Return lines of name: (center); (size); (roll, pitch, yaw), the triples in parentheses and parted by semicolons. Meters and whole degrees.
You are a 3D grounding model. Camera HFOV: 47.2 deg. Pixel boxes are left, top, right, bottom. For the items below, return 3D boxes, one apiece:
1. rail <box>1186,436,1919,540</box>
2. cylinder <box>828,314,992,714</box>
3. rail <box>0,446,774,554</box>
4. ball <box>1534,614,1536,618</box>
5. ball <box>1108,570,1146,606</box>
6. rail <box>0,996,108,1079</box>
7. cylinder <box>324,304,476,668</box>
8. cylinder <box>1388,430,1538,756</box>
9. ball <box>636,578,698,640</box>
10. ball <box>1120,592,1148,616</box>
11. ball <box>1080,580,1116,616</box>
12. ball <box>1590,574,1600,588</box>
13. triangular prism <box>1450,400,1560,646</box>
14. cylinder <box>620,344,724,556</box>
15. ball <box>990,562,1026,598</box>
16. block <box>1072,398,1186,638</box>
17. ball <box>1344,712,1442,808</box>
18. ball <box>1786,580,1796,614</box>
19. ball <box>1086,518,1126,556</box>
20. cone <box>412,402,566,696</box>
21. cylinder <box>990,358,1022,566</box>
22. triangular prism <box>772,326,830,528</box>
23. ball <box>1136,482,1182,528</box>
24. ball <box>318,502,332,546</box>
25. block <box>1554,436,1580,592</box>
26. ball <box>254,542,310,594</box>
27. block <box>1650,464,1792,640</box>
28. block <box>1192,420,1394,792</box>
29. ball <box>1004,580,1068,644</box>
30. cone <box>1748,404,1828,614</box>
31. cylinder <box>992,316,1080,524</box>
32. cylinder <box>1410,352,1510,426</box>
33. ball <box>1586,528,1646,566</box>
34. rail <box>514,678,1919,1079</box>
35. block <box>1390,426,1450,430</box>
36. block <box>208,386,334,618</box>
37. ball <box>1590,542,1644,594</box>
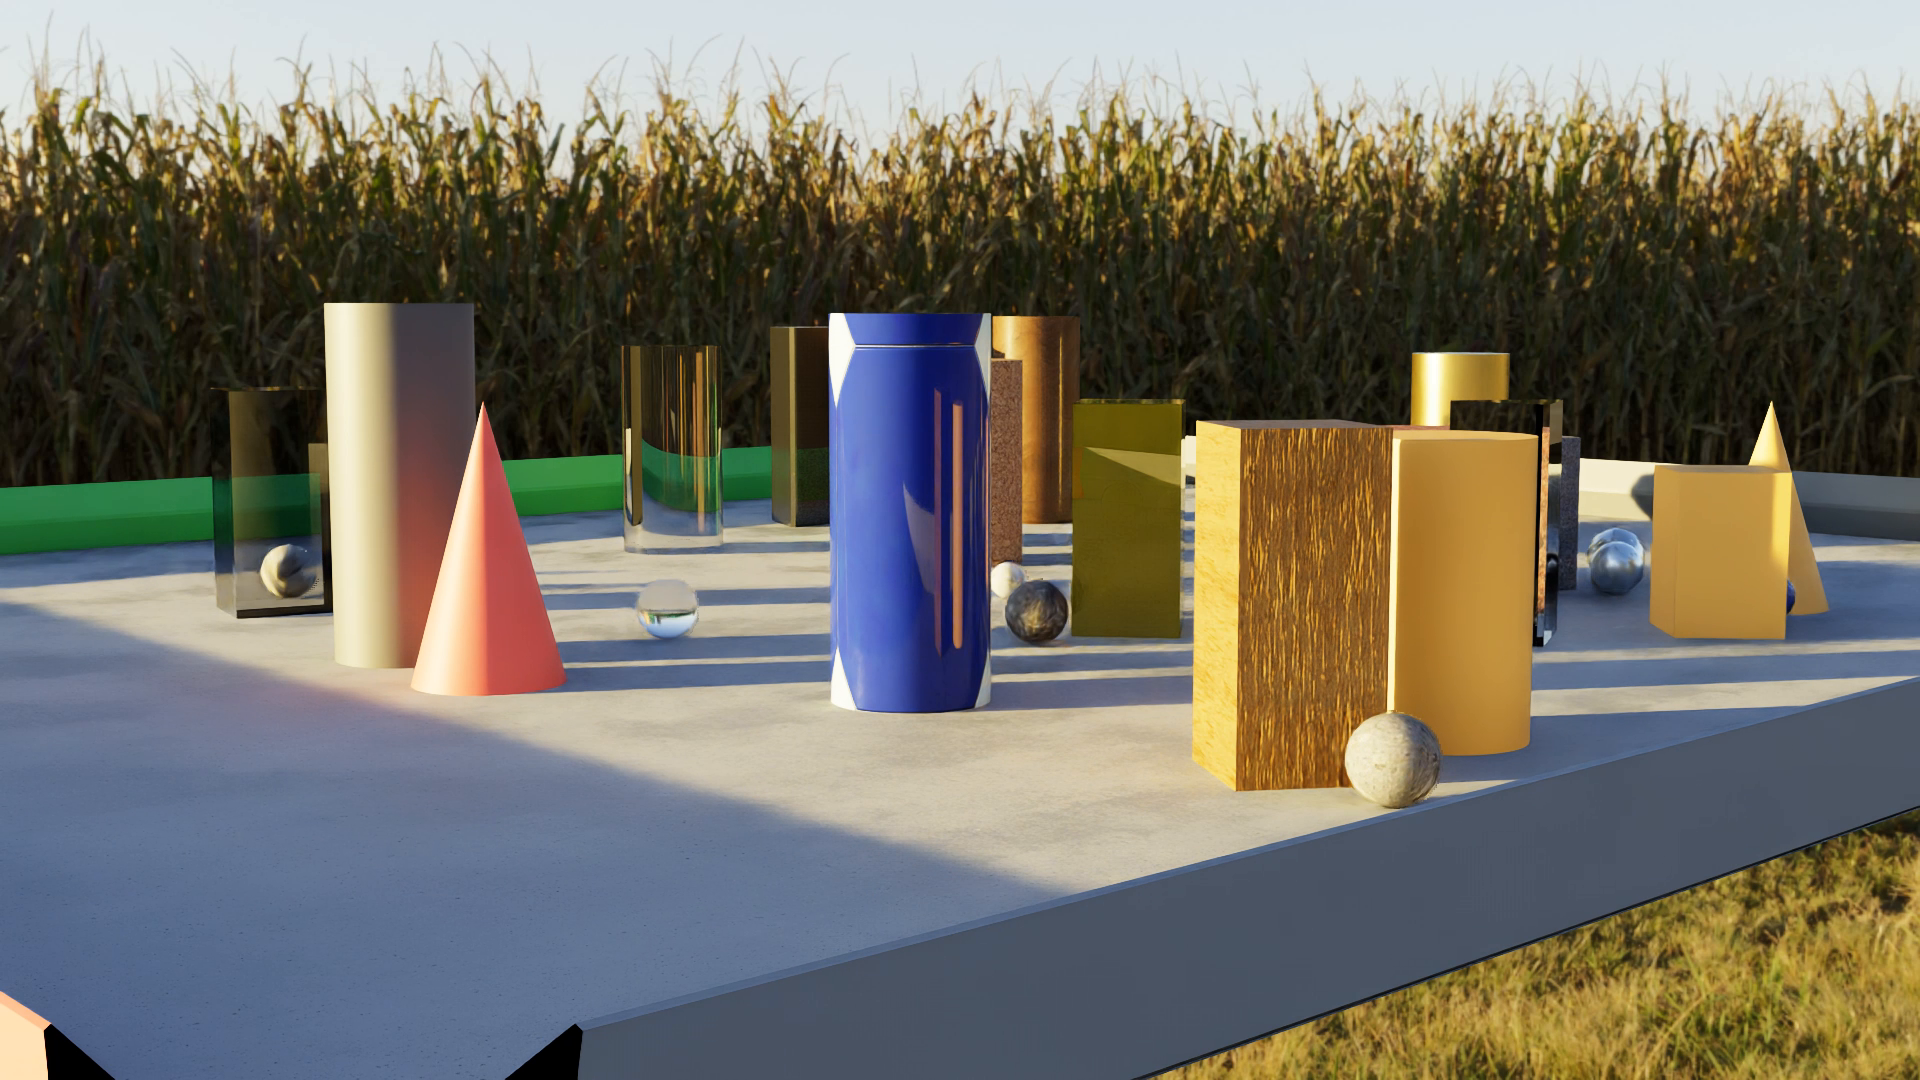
rail: (1.374, -0.104, 4.593); (0.045, 0.118, 3.207); (-6, 8, -42)
cylinder: (-0.056, -0.036, 2.469); (0.181, 0.435, 0.181); (0, 6, 0)
rail: (-1.071, -0.093, 4.487); (3.786, 0.118, 0.045); (-6, 8, -42)
ball: (0.702, 0.098, 2.858); (0.087, 0.087, 0.087); (0, 6, 0)
ball: (0.236, 0.068, 3.121); (0.053, 0.053, 0.053); (0, 6, 0)
rail: (-1.374, 0.165, 2.072); (0.045, 0.118, 3.207); (-6, 8, -42)
cylinder: (-0.700, -0.073, 2.768); (0.181, 0.446, 0.181); (0, 6, 0)
cylinder: (0.495, 0.049, 2.255); (0.181, 0.312, 0.181); (0, 6, 0)
ball: (-0.391, 0.092, 2.938); (0.081, 0.081, 0.081); (0, 6, 0)
ball: (0.249, 0.087, 3.163); (0.043, 0.043, 0.043); (0, 6, 0)
ball: (0.198, 0.083, 3.155); (0.053, 0.053, 0.053); (0, 6, 0)
ball: (1.015, 0.056, 3.466); (0.041, 0.041, 0.041); (0, 6, 0)
triangular prism: (0.762, -0.029, 2.960); (0.136, 0.317, 0.157); (-5, 8, -39)
cylinder: (-0.523, -0.167, 3.999); (0.181, 0.372, 0.181); (0, 6, 0)
ball: (0.073, 0.061, 3.346); (0.056, 0.056, 0.056); (0, 6, 0)
block: (0.232, -0.033, 3.011); (0.145, 0.314, 0.145); (1, 6, 8)
ball: (0.385, 0.196, 1.956); (0.084, 0.084, 0.084); (0, 6, 0)
ball: (1.142, 0.079, 3.106); (0.072, 0.072, 0.072); (0, 6, 0)
ball: (0.260, -0.005, 3.902); (0.070, 0.070, 0.070); (0, 6, 0)
cone: (-0.557, 0.003, 2.586); (0.181, 0.333, 0.181); (0, 6, 0)
cylinder: (0.018, -0.137, 3.816); (0.181, 0.351, 0.181); (0, 6, 0)
triangular prism: (-0.336, -0.235, 4.500); (0.136, 0.400, 0.157); (5, 8, 40)
ball: (0.397, -0.069, 4.399); (0.091, 0.091, 0.091); (0, 6, 0)
ball: (-0.928, -0.025, 3.307); (0.075, 0.075, 0.075); (0, 6, 0)
block: (0.874, -0.045, 3.479); (0.145, 0.239, 0.145); (-2, 6, -19)
ball: (-1.047, 0.043, 3.395); (0.082, 0.082, 0.082); (0, 6, 0)
block: (1.037, 0.014, 3.007); (0.145, 0.222, 0.145); (0, 6, 5)
block: (0.312, 0.057, 2.086); (0.145, 0.333, 0.145); (-1, 6, -10)
ball: (0.101, 0.095, 2.900); (0.084, 0.084, 0.084); (0, 6, 0)
cone: (1.192, -0.053, 3.245); (0.181, 0.304, 0.181); (0, 6, 0)
cylinder: (0.158, -0.251, 4.546); (0.181, 0.421, 0.181); (0, 6, 0)
cylinder: (0.944, -0.176, 4.165); (0.181, 0.354, 0.181); (0, 6, 0)
ball: (1.049, 0.026, 3.514); (0.090, 0.090, 0.090); (0, 6, 0)
rail: (1.071, 0.154, 2.178); (3.786, 0.118, 0.045); (-6, 8, -42)
block: (0.702, -0.037, 3.299); (0.145, 0.262, 0.145); (0, 6, 4)
block: (-1.002, -0.059, 3.211); (0.145, 0.323, 0.145); (-3, 7, -29)
ball: (1.018, 0.042, 3.407); (0.080, 0.080, 0.080); (0, 6, 0)
